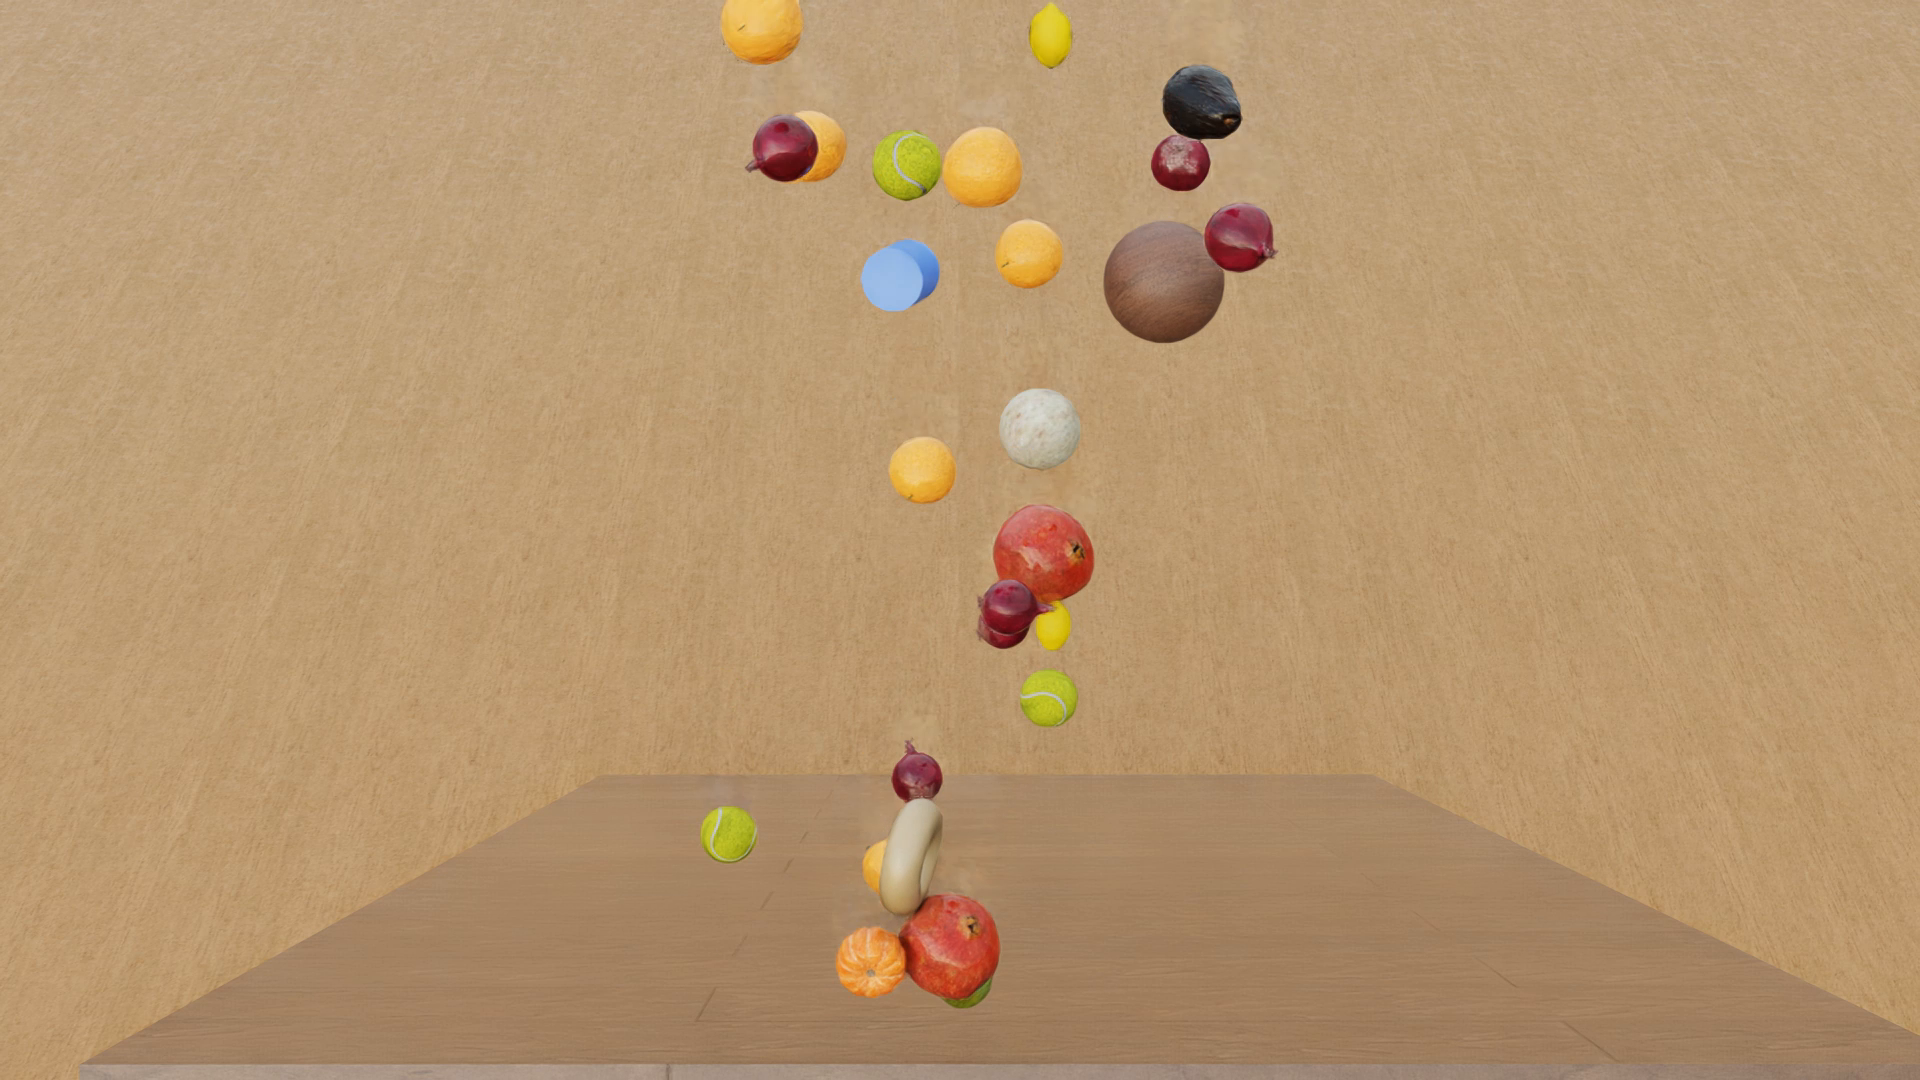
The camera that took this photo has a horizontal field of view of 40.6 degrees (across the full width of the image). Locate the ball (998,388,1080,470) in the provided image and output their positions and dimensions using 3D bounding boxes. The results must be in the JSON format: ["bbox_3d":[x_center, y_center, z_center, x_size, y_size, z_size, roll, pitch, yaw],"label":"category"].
[{"bbox_3d":[0.085,-0.117,2.743,0.087,0.087,0.087,0,32,0],"label":"ball"}]

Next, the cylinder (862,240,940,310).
[{"bbox_3d":[-0.056,-0.253,2.474,0.060,0.060,0.060,8,14,12],"label":"cylinder"}]

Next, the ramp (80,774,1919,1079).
[{"bbox_3d":[0.072,0.631,4.728,2.000,0.100,4.000,0,-1,0],"label":"ramp"}]

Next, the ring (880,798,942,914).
[{"bbox_3d":[-0.053,0.345,2.827,0.043,0.130,0.130,13,34,10],"label":"ring"}]
